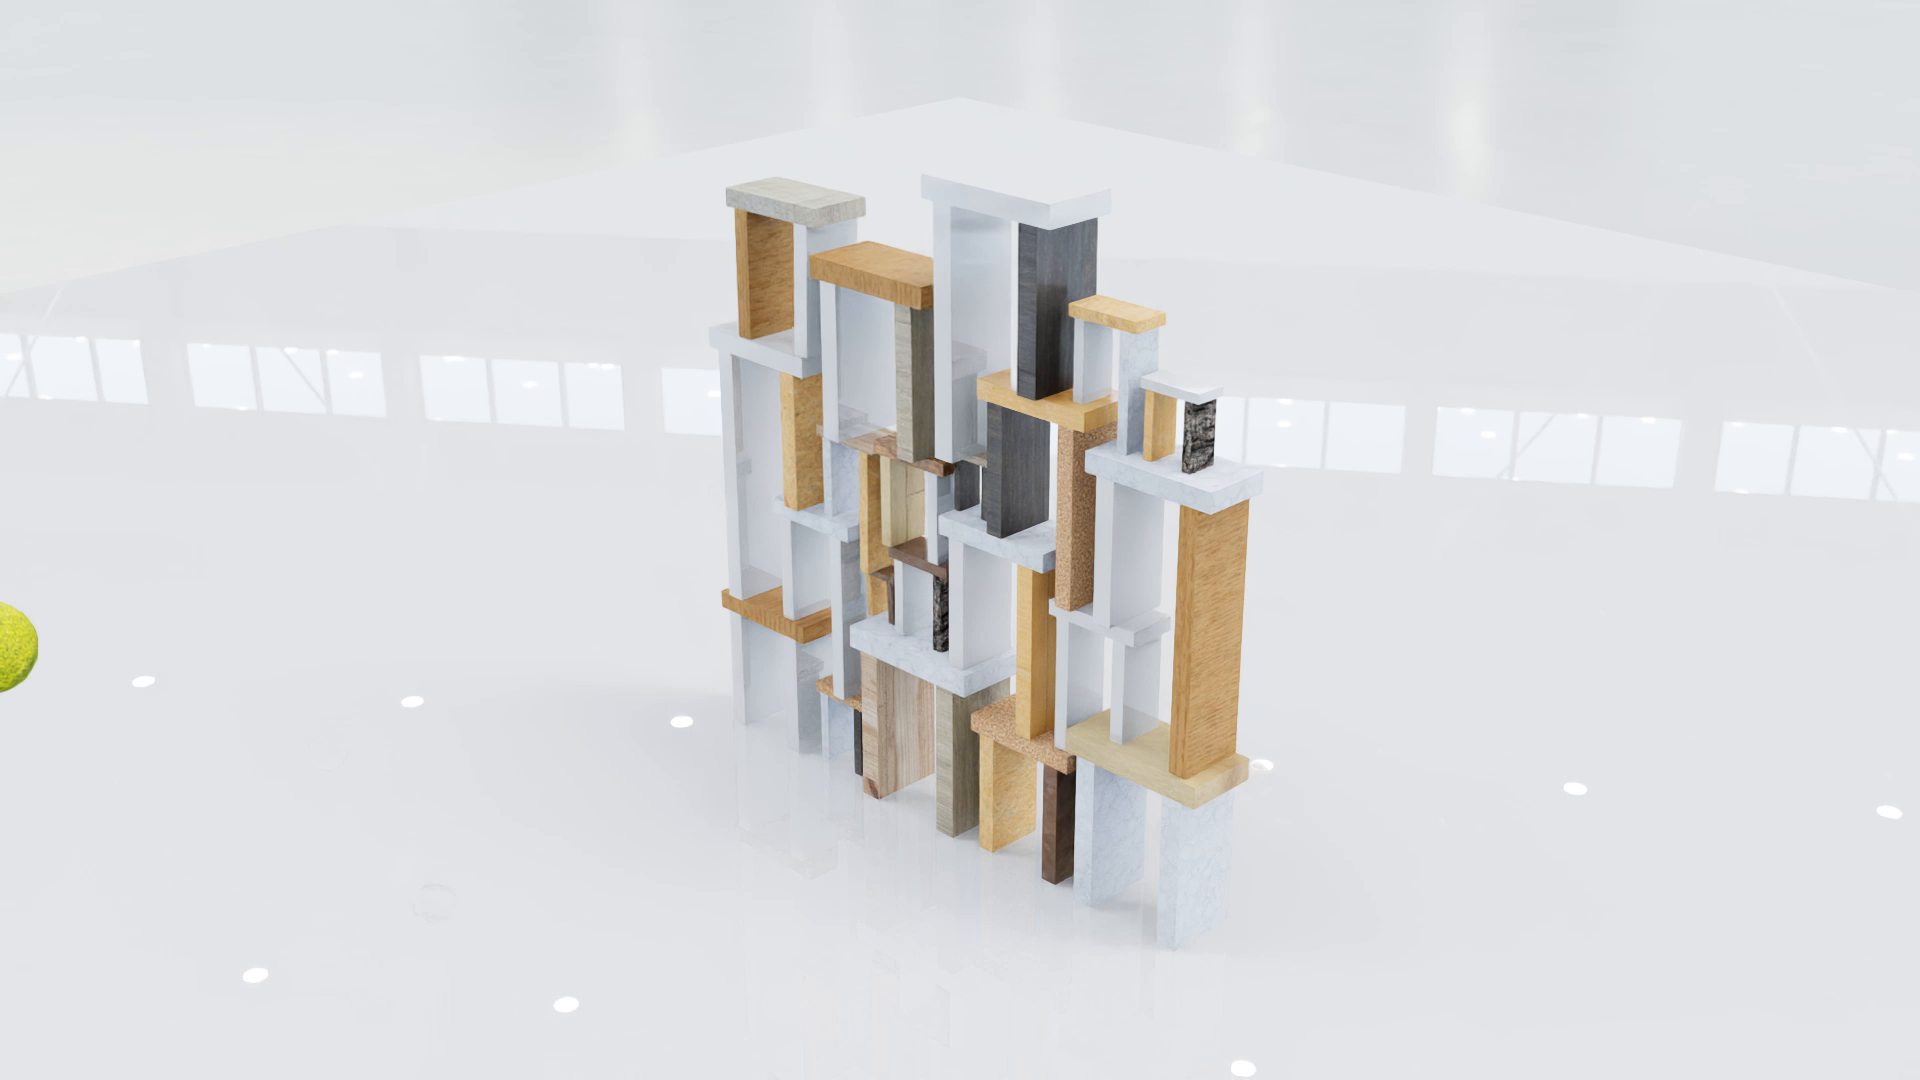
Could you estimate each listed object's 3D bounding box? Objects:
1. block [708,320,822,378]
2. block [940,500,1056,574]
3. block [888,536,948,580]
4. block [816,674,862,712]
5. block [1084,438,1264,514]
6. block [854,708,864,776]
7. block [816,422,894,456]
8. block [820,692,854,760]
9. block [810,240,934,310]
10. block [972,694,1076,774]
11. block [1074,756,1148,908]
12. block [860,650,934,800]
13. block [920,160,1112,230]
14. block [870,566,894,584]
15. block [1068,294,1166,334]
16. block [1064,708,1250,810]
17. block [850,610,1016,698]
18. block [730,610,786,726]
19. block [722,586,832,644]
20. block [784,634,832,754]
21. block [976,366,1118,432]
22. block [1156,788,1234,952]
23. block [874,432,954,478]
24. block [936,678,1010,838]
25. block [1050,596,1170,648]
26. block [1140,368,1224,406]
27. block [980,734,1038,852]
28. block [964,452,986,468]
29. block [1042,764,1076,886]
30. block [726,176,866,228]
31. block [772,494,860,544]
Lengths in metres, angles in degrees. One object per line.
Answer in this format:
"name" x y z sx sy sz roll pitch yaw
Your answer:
"block" -0.360 -0.396 4.451 0.145 0.041 0.290 -21 31 -40
"block" 0.102 -0.011 4.111 0.134 0.038 0.267 -22 31 -41
"block" -0.054 0.033 4.296 0.161 0.023 0.081 21 31 40
"block" -0.222 0.316 4.598 0.076 0.022 0.152 -21 31 -41
"block" 0.366 -0.118 3.780 0.280 0.040 0.140 21 31 41
"block" -0.186 0.411 4.598 0.022 0.152 0.076 22 31 40
"block" -0.198 -0.208 4.353 0.082 0.023 0.165 -21 31 -40
"block" -0.258 0.383 4.664 0.022 0.152 0.076 21 31 41
"block" -0.125 -0.501 4.141 0.305 0.043 0.153 21 31 41
"block" 0.154 0.368 4.207 0.250 0.035 0.125 21 31 41
"block" 0.284 0.523 4.135 0.043 0.307 0.153 21 31 41
"block" -0.126 0.355 4.511 0.046 0.323 0.162 21 31 41
"block" 0.096 -0.607 3.853 0.312 0.044 0.156 21 31 41
"block" -0.149 0.064 4.416 0.045 0.013 0.091 -21 30 -40
"block" 0.269 -0.387 3.767 0.154 0.022 0.077 21 31 40
"block" 0.356 0.390 4.000 0.307 0.043 0.153 21 31 41
"block" -0.050 0.215 4.368 0.323 0.046 0.162 21 31 41
"block" -0.435 0.260 4.807 0.038 0.266 0.133 21 31 41
"block" -0.372 0.144 4.690 0.266 0.038 0.133 21 31 41
"block" -0.309 0.309 4.692 0.038 0.266 0.133 21 31 41
"block" 0.168 -0.256 3.928 0.259 0.037 0.130 21 31 41
"block" 0.429 0.580 4.002 0.043 0.307 0.153 21 31 41
"block" -0.067 -0.169 4.231 0.187 0.027 0.094 21 31 40
"block" 0.027 0.414 4.370 0.046 0.323 0.162 21 31 41
"block" 0.271 0.136 3.986 0.203 0.029 0.102 21 31 41
"block" 0.374 -0.259 3.710 0.128 0.018 0.064 21 31 40
"block" 0.095 0.477 4.317 0.035 0.250 0.125 21 31 41
"block" 0.039 -0.159 4.117 0.107 0.015 0.054 21 31 40
"block" 0.213 0.523 4.208 0.035 0.250 0.125 21 31 41
"block" -0.322 -0.661 4.297 0.264 0.037 0.132 20 30 41
"block" -0.264 -0.056 4.486 0.114 0.032 0.229 -21 31 -40
